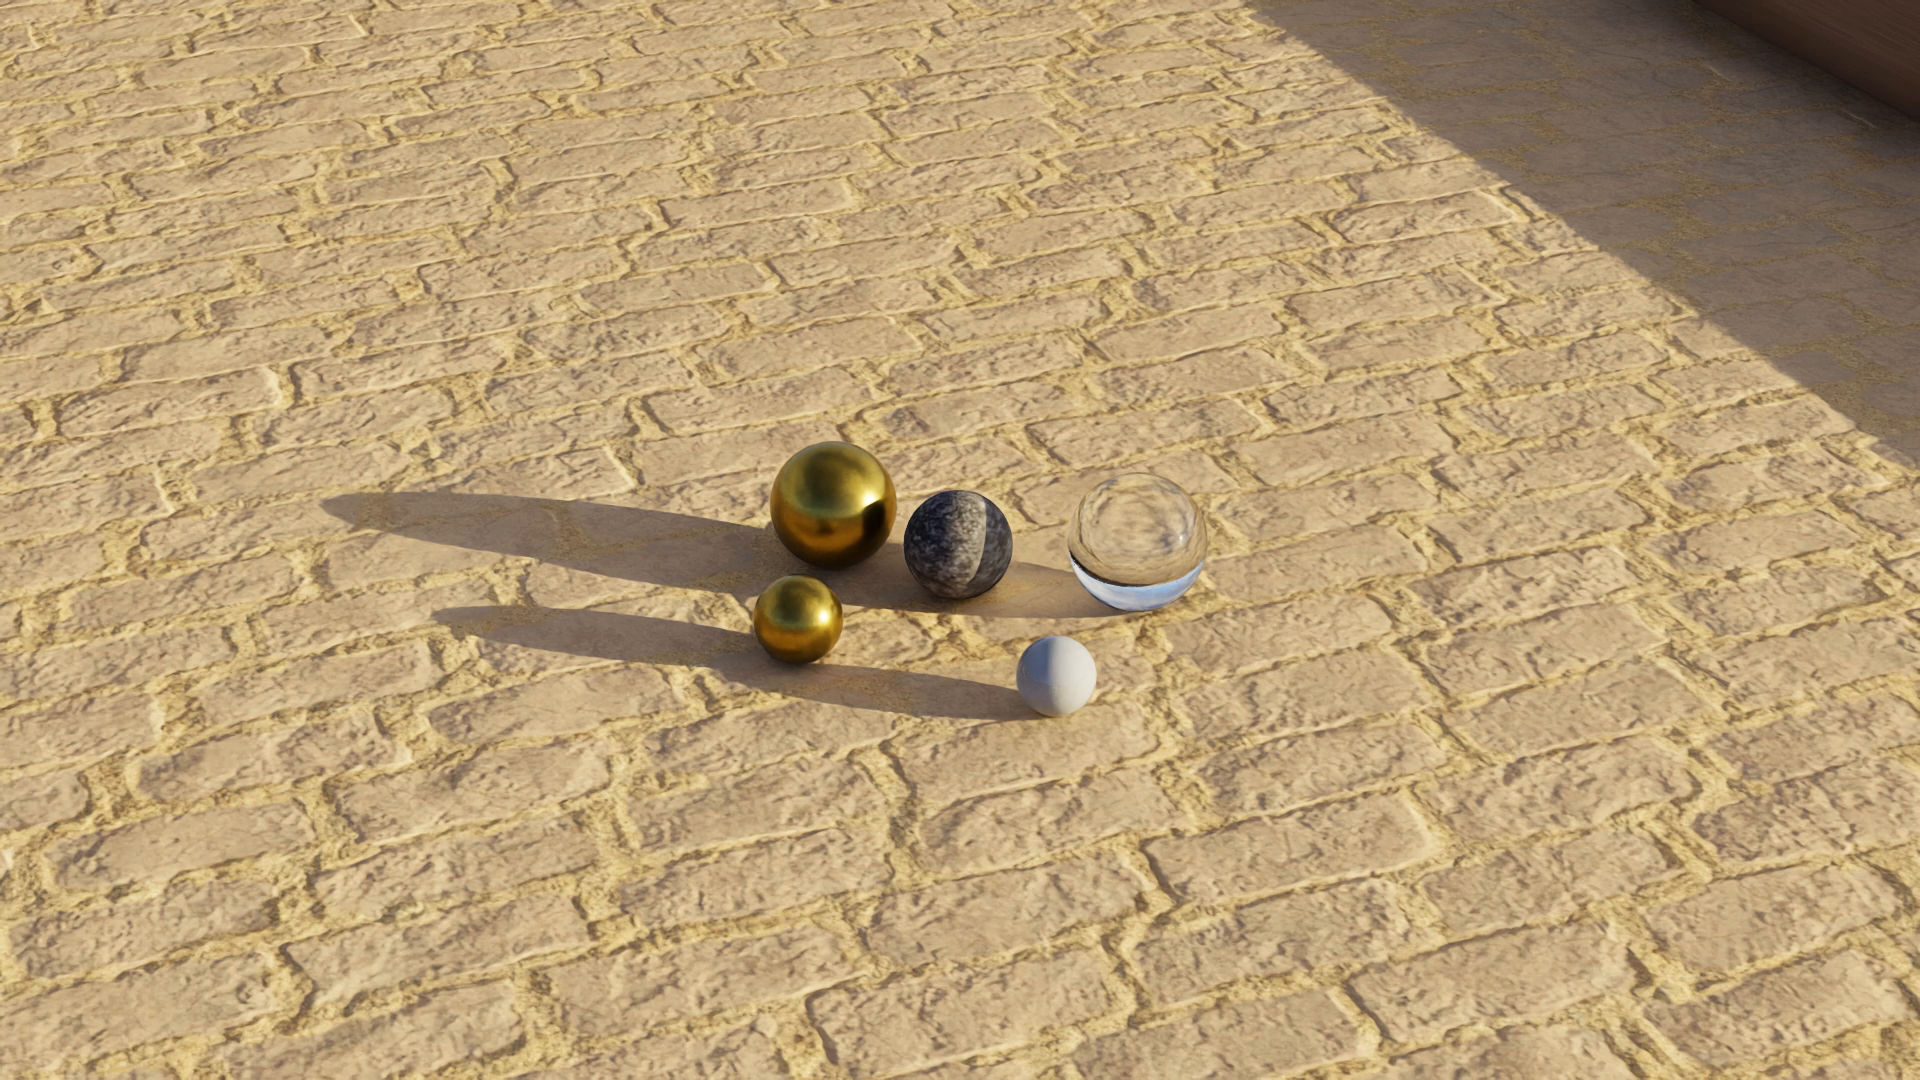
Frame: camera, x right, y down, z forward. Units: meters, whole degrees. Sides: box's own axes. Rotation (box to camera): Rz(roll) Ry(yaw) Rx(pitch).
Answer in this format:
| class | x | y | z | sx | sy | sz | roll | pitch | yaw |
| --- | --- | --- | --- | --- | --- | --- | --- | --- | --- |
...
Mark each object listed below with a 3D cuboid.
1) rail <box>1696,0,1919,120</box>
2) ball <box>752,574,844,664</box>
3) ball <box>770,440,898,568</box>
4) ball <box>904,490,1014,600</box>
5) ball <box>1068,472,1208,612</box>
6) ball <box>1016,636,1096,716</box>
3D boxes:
| class | x | y | z | sx | sy | sz | roll | pitch | yaw |
| --- | --- | --- | --- | --- | --- | --- | --- | --- | --- |
| rail | 0.669 | -0.617 | 2.934 | 0.045 | 0.113 | 3.791 | -10 | 30 | -18 |
| ball | -0.097 | 0.047 | 1.763 | 0.054 | 0.054 | 0.054 | 0 | 28 | 0 |
| ball | -0.080 | -0.022 | 1.865 | 0.081 | 0.081 | 0.081 | 0 | 28 | 0 |
| ball | -0.001 | 0.003 | 1.831 | 0.068 | 0.068 | 0.068 | 0 | 28 | 0 |
| ball | 0.110 | 0.001 | 1.815 | 0.087 | 0.087 | 0.087 | 0 | 28 | 0 |
| ball | 0.056 | 0.079 | 1.712 | 0.047 | 0.047 | 0.047 | 0 | 28 | 0 |
